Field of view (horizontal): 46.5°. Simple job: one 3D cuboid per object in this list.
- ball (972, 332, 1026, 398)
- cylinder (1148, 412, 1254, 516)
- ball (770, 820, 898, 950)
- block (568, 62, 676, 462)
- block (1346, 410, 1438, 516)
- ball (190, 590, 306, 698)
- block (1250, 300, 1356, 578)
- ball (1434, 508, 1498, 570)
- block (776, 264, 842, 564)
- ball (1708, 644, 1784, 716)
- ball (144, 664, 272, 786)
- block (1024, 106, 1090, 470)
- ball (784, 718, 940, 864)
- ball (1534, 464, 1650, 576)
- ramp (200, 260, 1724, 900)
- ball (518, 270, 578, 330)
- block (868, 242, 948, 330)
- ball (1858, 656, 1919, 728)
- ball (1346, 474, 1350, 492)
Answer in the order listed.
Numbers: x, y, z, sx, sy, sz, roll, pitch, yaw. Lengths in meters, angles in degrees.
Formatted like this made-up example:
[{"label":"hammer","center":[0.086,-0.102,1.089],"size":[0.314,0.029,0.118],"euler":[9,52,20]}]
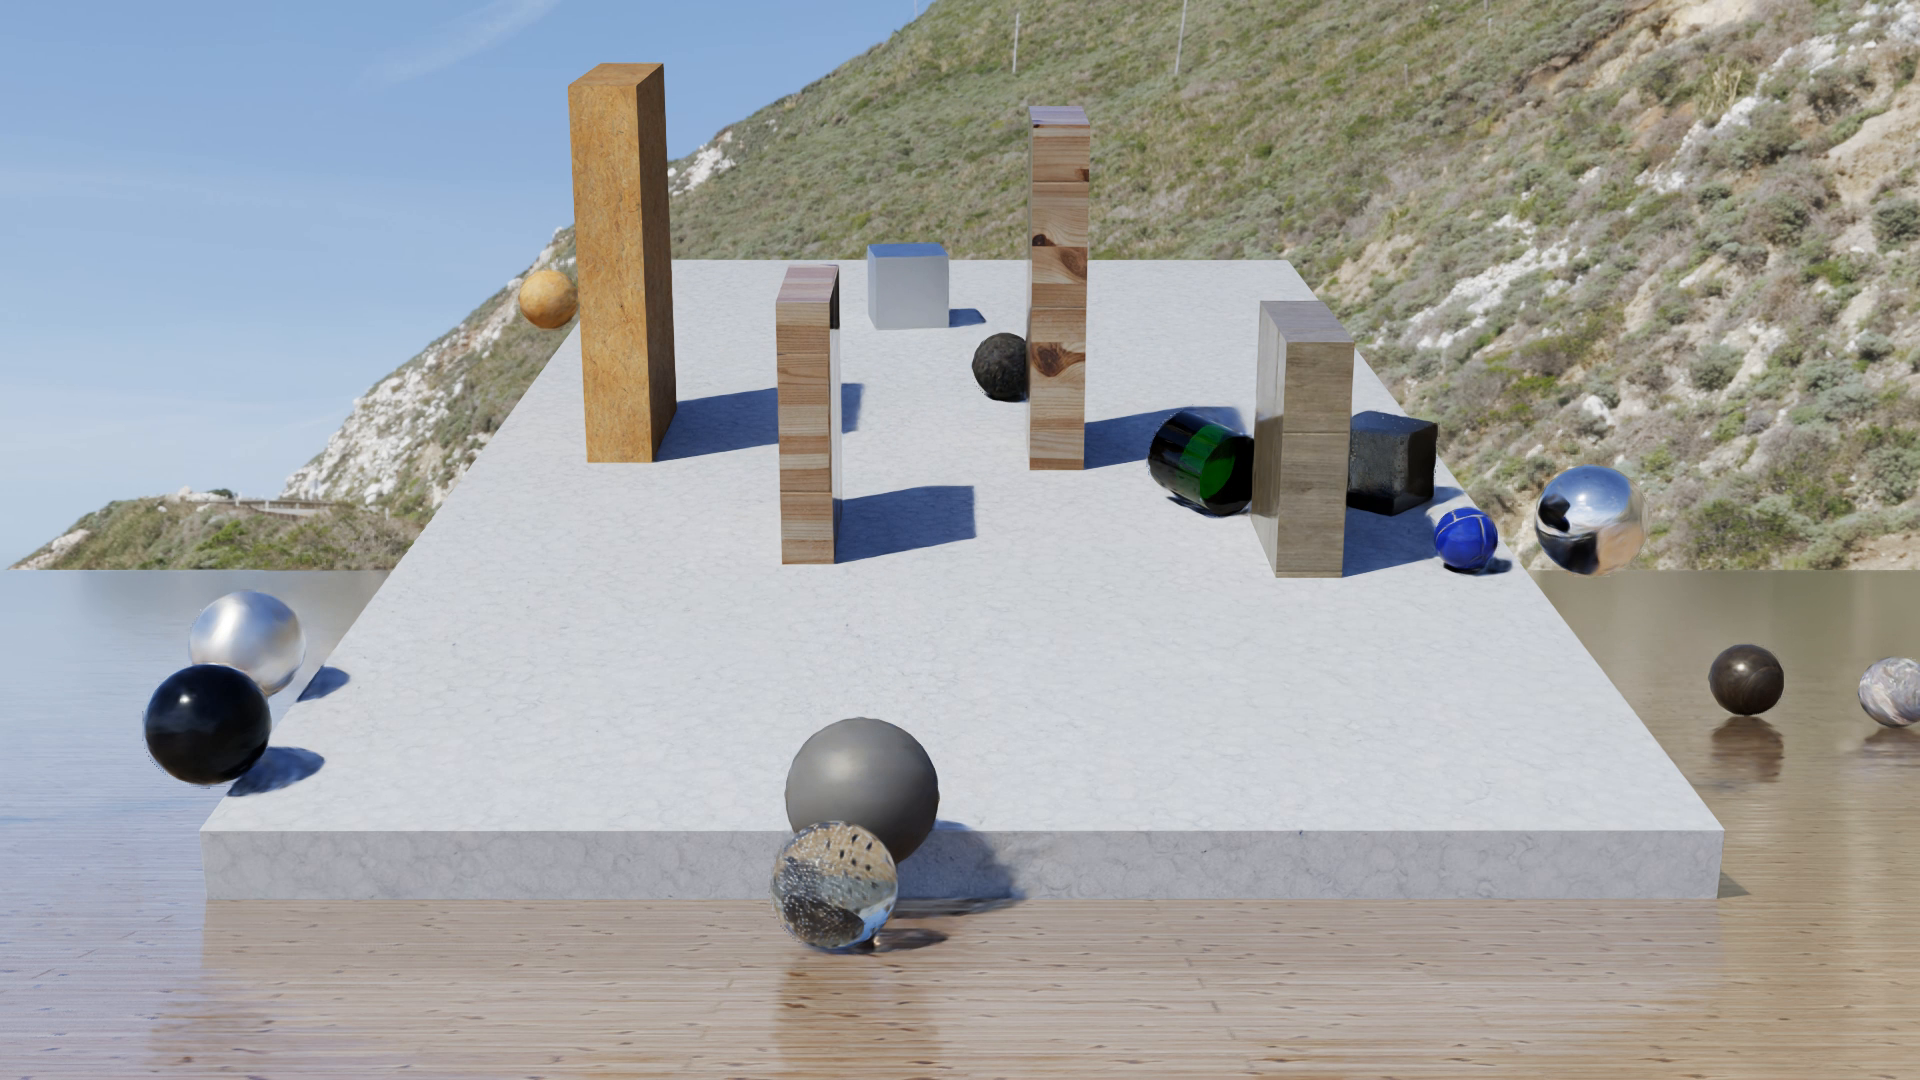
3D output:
[{"label":"ball","center":[0.102,-0.400,5.116],"size":[0.148,0.148,0.148],"euler":[0,-1,0]},{"label":"cylinder","center":[0.474,-0.147,4.295],"size":[0.158,0.158,0.158],"euler":[0,18,-35]},{"label":"ball","center":[-0.145,0.398,2.580],"size":[0.147,0.147,0.147],"euler":[0,-1,0]},{"label":"block","center":[-0.701,-0.590,4.693],"size":[0.134,0.766,0.438],"euler":[0,18,0]},{"label":"block","center":[0.815,-0.151,4.332],"size":[0.153,0.153,0.153],"euler":[15,23,38]},{"label":"ball","center":[-1.074,0.160,3.371],"size":[0.167,0.167,0.167],"euler":[0,-1,0]},{"label":"block","center":[0.609,-0.187,4.006],"size":[0.116,0.421,0.344],"euler":[0,18,0]},{"label":"ball","center":[0.893,-0.002,3.940],"size":[0.111,0.111,0.111],"euler":[0,-1,0]},{"label":"block","center":[-0.271,-0.234,4.064],"size":[0.092,0.474,0.343],"euler":[0,18,0]},{"label":"ball","center":[2.296,0.408,6.522],"size":[0.209,0.209,0.209],"euler":[0,-1,0]},{"label":"ball","center":[-1.029,0.252,3.058],"size":[0.168,0.168,0.168],"euler":[0,-1,0]},{"label":"block","center":[0.197,-0.520,4.588],"size":[0.110,0.699,0.296],"euler":[0,18,0]},{"label":"ball","center":[-0.123,0.320,2.809],"size":[0.194,0.194,0.194],"euler":[0,-1,0]},{"label":"ball","center":[1.154,-0.036,4.084],"size":[0.204,0.204,0.204],"euler":[0,-1,0]},{"label":"ramp","center":[-0.003,-0.184,4.847],"size":[2.000,0.100,4.000],"euler":[0,18,0]},{"label":"ball","center":[-1.084,-0.635,5.890],"size":[0.157,0.157,0.157],"euler":[0,-1,0]},{"label":"block","center":[-0.137,-0.668,5.877],"size":[0.191,0.191,0.191],"euler":[-3,18,-8]},{"label":"ball","center":[2.546,0.414,6.077],"size":[0.191,0.191,0.191],"euler":[0,-1,0]},{"label":"ball","center":[0.683,-0.115,4.272],"size":[0.122,0.122,0.122],"euler":[0,-1,0]}]
